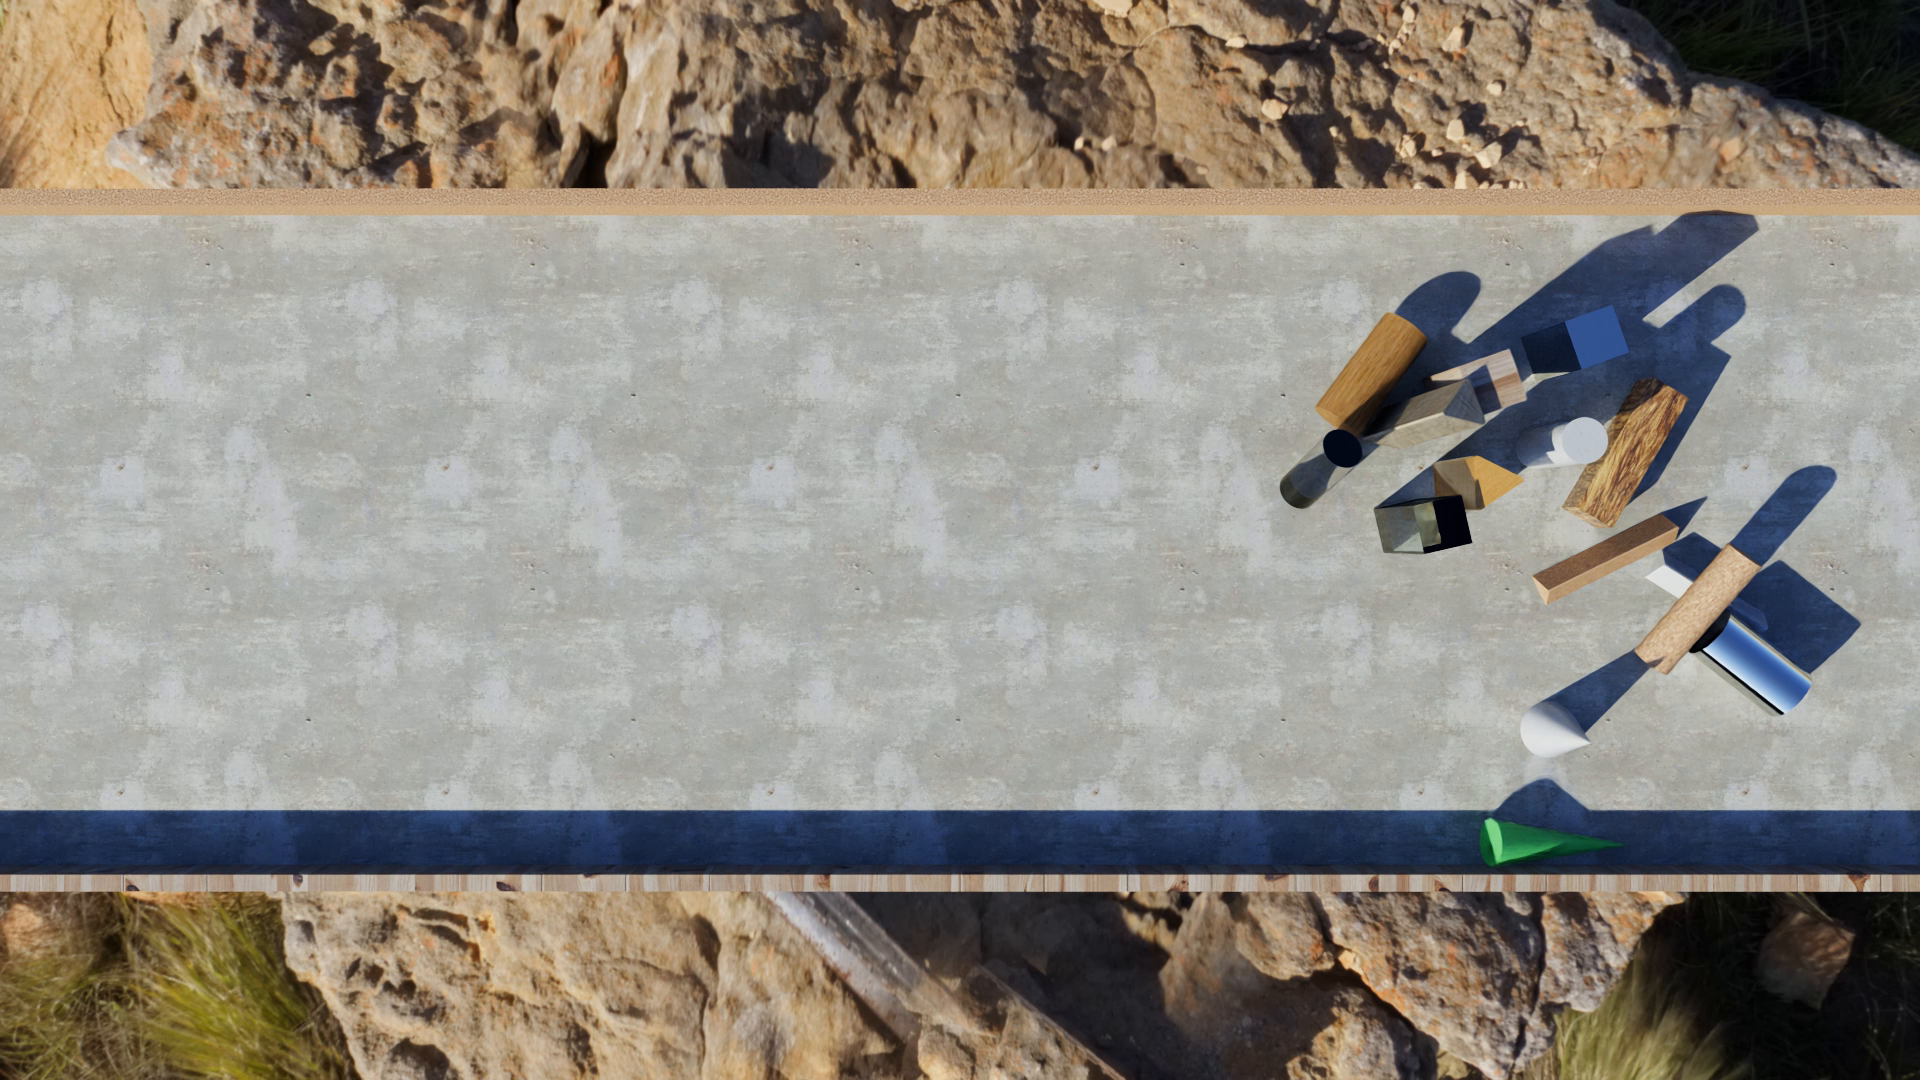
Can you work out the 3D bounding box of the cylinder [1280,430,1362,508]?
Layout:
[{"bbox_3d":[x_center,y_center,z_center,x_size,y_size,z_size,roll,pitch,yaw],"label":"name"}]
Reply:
[{"bbox_3d":[1.072,-0.209,4.914,0.124,0.303,0.124,5,67,-13],"label":"cylinder"}]

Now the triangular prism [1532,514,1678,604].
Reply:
[{"bbox_3d":[1.978,0.058,5.033,0.439,0.083,0.096,-26,90,0],"label":"triangular prism"}]

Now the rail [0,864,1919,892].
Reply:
[{"bbox_3d":[-2.247,1.025,5.001,12.000,0.150,0.050,0,90,0],"label":"rail"}]

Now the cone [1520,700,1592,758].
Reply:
[{"bbox_3d":[1.813,0.583,4.906,0.175,0.341,0.175,0,90,0],"label":"cone"}]

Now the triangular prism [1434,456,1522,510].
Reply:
[{"bbox_3d":[1.497,-0.183,4.875,0.153,0.404,0.133,-34,90,0],"label":"triangular prism"}]

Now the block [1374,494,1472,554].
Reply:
[{"bbox_3d":[1.356,-0.043,4.854,0.139,0.446,0.139,-13,90,0],"label":"block"}]

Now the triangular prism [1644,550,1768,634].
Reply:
[{"bbox_3d":[2.289,0.170,5.032,0.370,0.084,0.098,32,90,0],"label":"triangular prism"}]

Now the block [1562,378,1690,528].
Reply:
[{"bbox_3d":[2.021,-0.262,5.014,0.126,0.126,0.453,31,90,0],"label":"block"}]

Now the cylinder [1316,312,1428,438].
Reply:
[{"bbox_3d":[1.247,-0.500,4.998,0.157,0.157,0.355,37,90,0],"label":"cylinder"}]

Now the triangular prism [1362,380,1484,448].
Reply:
[{"bbox_3d":[1.365,-0.375,4.858,0.136,0.438,0.118,12,81,-15],"label":"triangular prism"}]

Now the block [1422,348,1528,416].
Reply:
[{"bbox_3d":[1.519,-0.447,4.888,0.154,0.377,0.154,-19,90,0],"label":"block"}]

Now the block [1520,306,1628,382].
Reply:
[{"bbox_3d":[1.817,-0.579,4.891,0.145,0.372,0.145,-20,90,0],"label":"block"}]

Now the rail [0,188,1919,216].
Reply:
[{"bbox_3d":[-2.247,-1.025,5.002,12.000,0.150,0.050,0,90,0],"label":"rail"}]

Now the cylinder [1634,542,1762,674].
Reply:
[{"bbox_3d":[2.214,0.208,4.952,0.117,0.117,0.420,34,109,0],"label":"cylinder"}]

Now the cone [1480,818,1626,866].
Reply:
[{"bbox_3d":[1.837,0.927,5.041,0.458,0.143,0.143,2,90,-9],"label":"cone"}]

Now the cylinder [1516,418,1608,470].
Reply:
[{"bbox_3d":[1.776,-0.283,4.882,0.133,0.388,0.133,0,90,0],"label":"cylinder"}]

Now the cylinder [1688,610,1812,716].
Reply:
[{"bbox_3d":[2.388,0.371,4.991,0.311,0.171,0.171,38,90,0],"label":"cylinder"}]
